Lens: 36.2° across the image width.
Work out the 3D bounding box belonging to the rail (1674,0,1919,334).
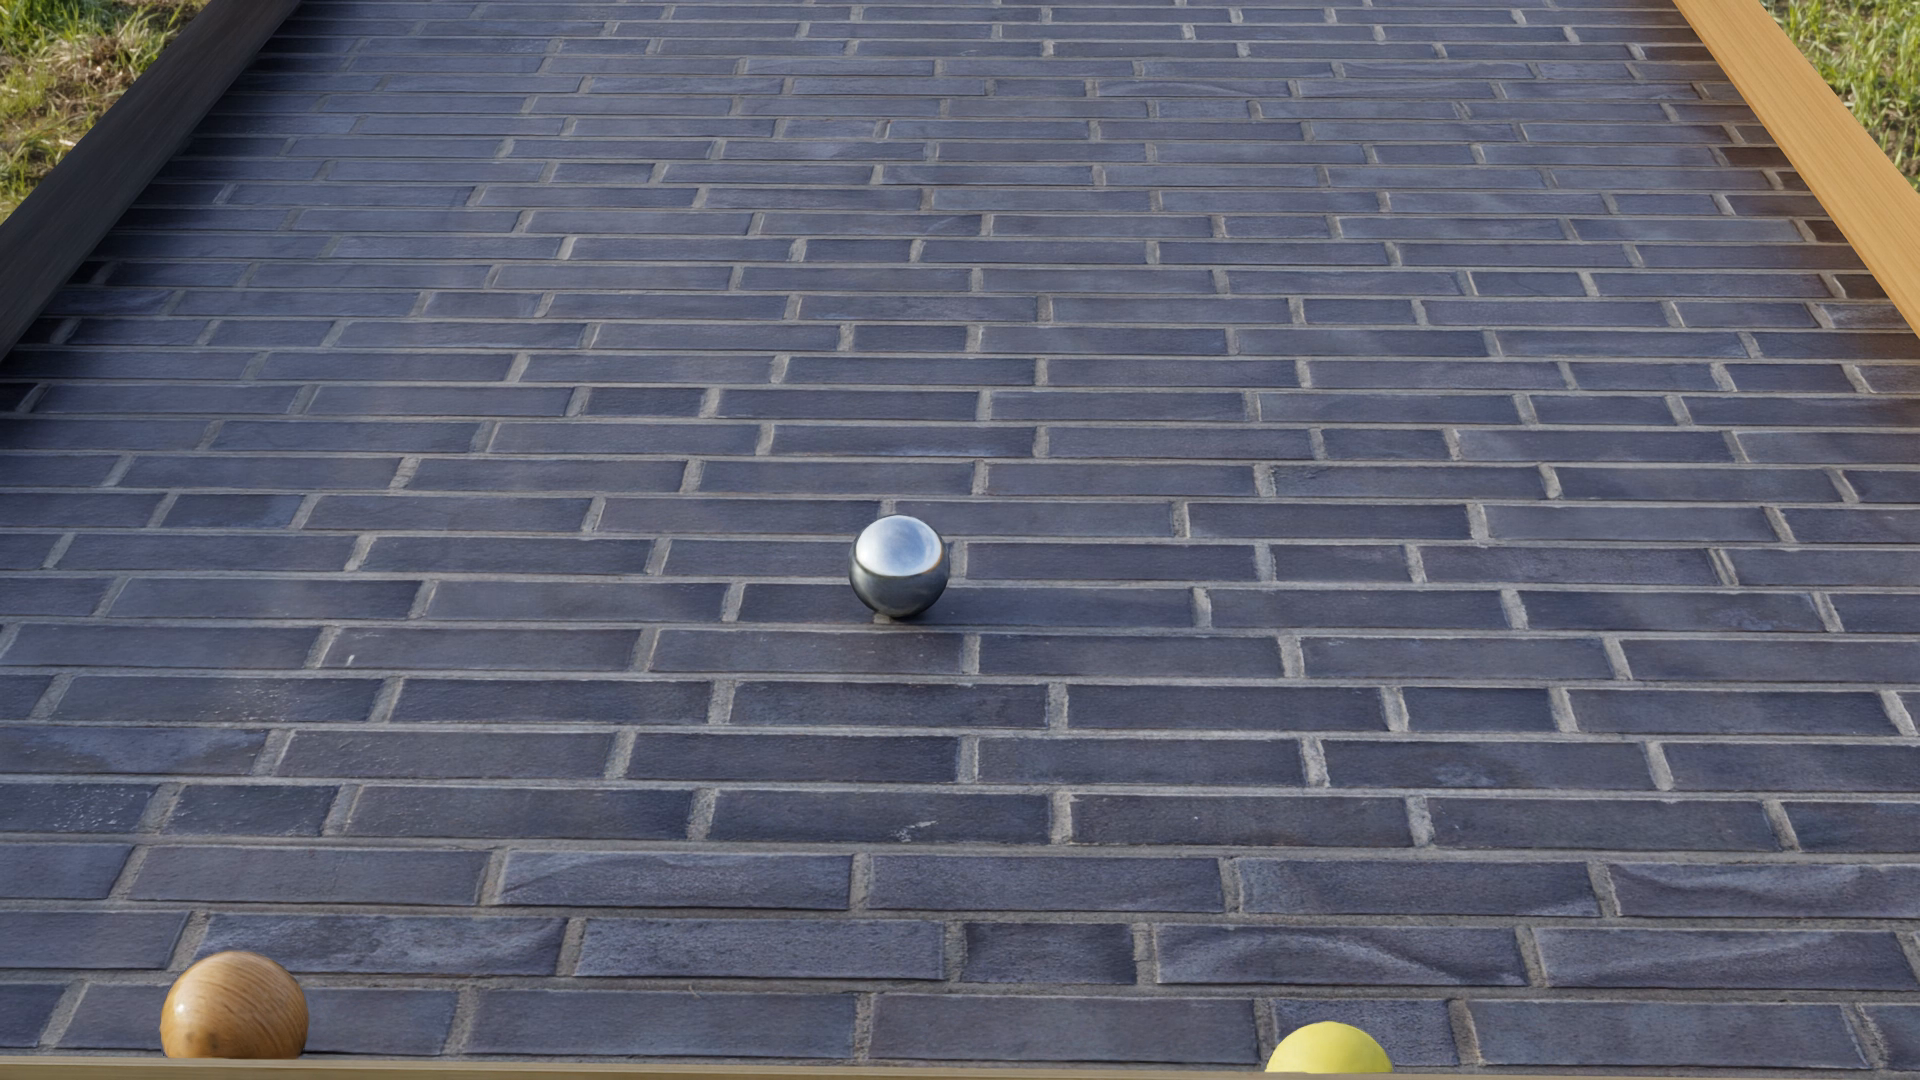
[{"bbox_3d":[0.750,-0.291,2.493,0.045,0.091,2.645,1,26,1],"label":"rail"}]

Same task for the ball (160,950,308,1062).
[{"bbox_3d":[-0.352,0.235,1.428,0.070,0.070,0.070,0,26,0],"label":"ball"}]

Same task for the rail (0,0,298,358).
[{"bbox_3d":[-0.721,-0.305,2.522,0.045,0.091,2.645,1,26,1],"label":"rail"}]

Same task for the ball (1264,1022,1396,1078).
[{"bbox_3d":[0.175,0.259,1.387,0.063,0.063,0.063,0,26,0],"label":"ball"}]

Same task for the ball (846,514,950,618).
[{"bbox_3d":[-0.039,0.017,1.885,0.066,0.066,0.066,0,26,0],"label":"ball"}]

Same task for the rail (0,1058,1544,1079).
[{"bbox_3d":[-0.014,0.266,1.338,1.519,0.091,0.045,1,26,1],"label":"rail"}]
